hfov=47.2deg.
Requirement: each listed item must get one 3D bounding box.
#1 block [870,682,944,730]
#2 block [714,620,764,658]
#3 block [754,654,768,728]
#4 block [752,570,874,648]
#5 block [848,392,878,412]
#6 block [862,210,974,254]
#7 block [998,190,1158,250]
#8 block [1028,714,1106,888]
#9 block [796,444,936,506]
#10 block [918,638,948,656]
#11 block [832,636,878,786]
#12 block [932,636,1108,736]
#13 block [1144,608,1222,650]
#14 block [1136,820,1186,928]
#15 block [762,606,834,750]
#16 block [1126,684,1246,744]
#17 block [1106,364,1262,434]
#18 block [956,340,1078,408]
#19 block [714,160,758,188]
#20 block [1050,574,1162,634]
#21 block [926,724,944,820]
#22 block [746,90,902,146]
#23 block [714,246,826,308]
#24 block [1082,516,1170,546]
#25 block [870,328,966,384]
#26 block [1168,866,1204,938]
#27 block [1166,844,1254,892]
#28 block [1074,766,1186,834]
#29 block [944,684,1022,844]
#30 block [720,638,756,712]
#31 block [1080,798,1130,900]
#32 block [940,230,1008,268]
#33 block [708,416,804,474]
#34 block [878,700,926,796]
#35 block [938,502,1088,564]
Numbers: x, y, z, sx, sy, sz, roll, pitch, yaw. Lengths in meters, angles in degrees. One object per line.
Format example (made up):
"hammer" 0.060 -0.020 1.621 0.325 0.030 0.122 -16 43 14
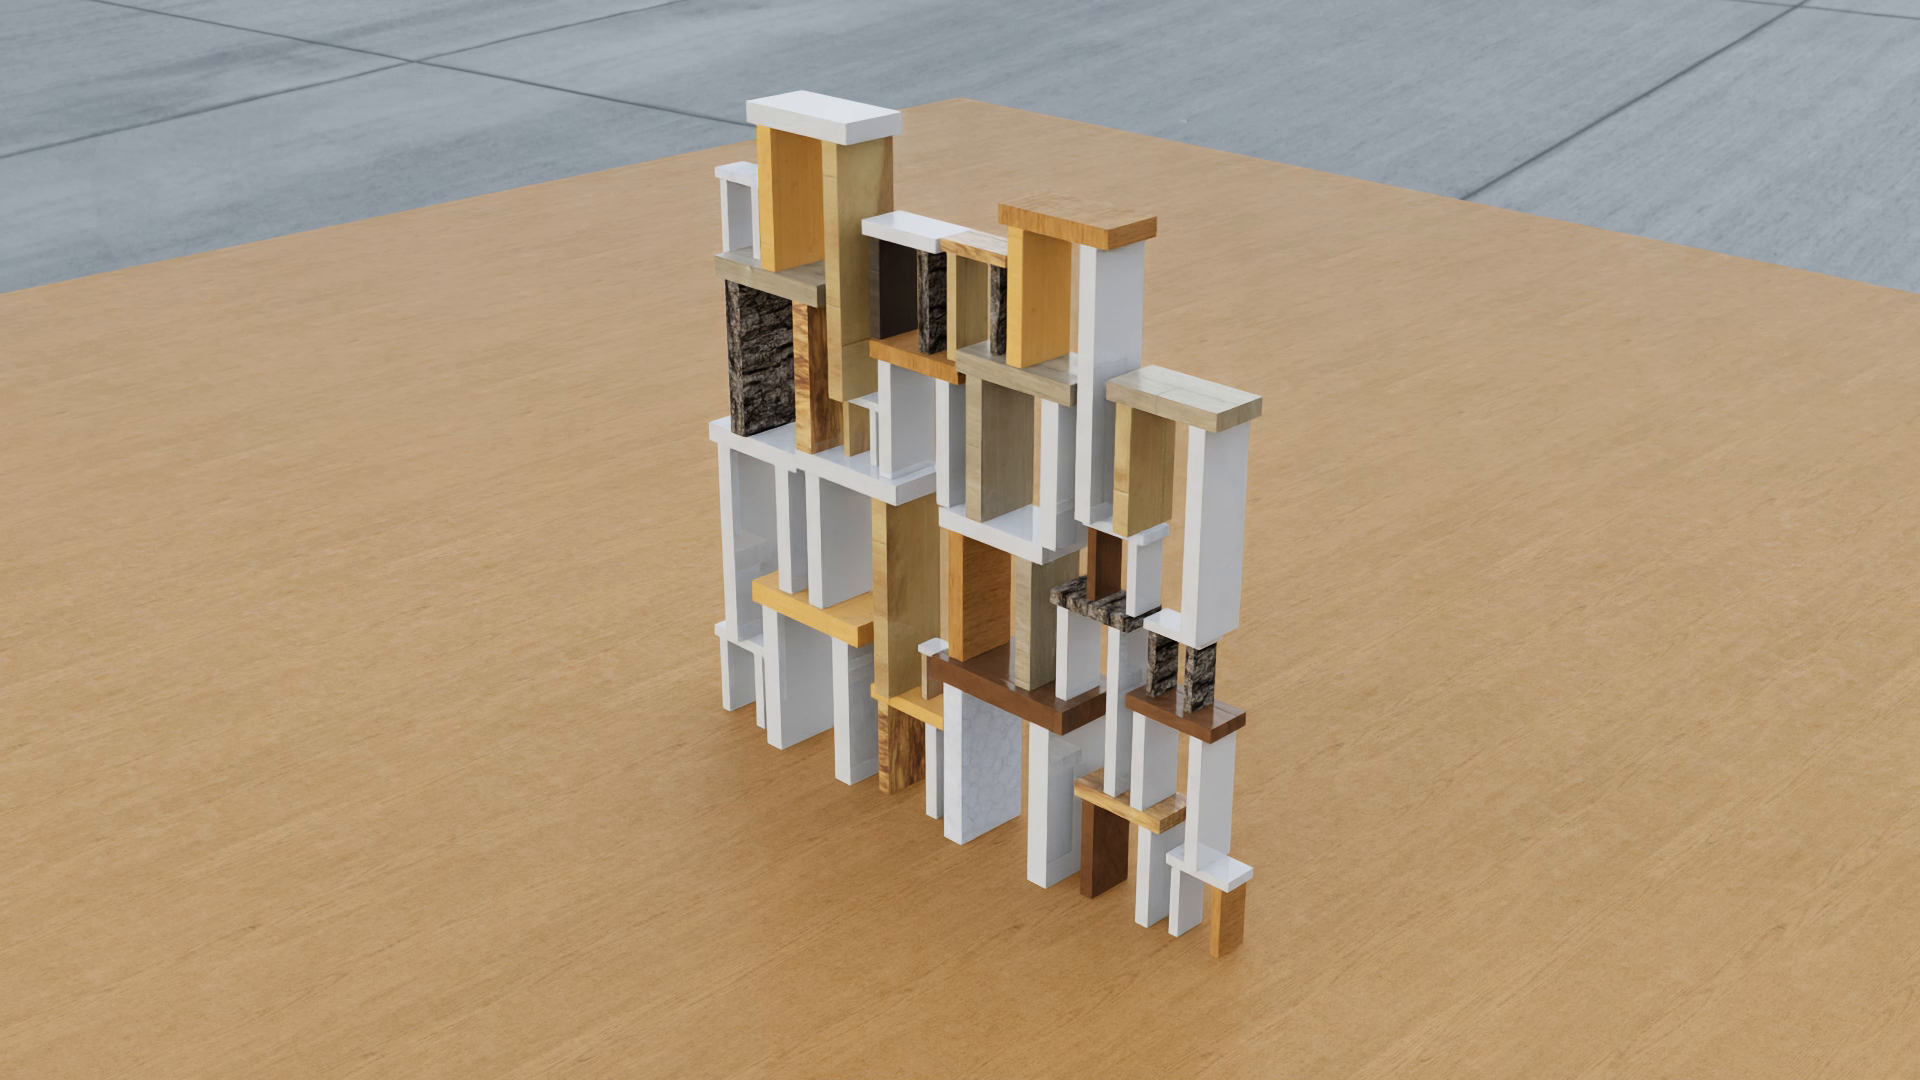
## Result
"block" -0.070 0.320 4.435 0.104 0.030 0.209 -21 31 -41
"block" -0.445 0.208 4.792 0.175 0.025 0.087 21 31 41
"block" -0.404 0.316 4.793 0.025 0.175 0.087 21 31 41
"block" -0.263 0.128 4.563 0.327 0.046 0.163 21 31 41
"block" -0.176 -0.277 4.294 0.058 0.016 0.115 -21 31 -40
"block" -0.079 -0.572 4.076 0.196 0.028 0.098 21 31 41
"block" 0.200 -0.550 3.774 0.252 0.036 0.126 21 31 40
"block" 0.207 0.478 4.198 0.048 0.341 0.171 21 31 41
"block" -0.174 -0.144 4.348 0.145 0.041 0.291 -21 31 -41
"block" -0.030 0.221 4.352 0.101 0.014 0.050 21 31 40
"block" -0.186 0.330 4.565 0.046 0.327 0.163 21 31 41
"block" 0.126 0.267 4.196 0.341 0.048 0.171 21 31 41
"block" 0.392 0.156 3.867 0.064 0.018 0.128 -21 31 -41
"block" 0.372 0.604 4.071 0.029 0.207 0.104 21 31 41
"block" -0.340 0.270 4.707 0.046 0.327 0.163 21 31 41
"block" 0.400 0.301 3.910 0.098 0.028 0.195 -21 31 -41
"block" 0.377 -0.240 3.713 0.120 0.034 0.240 -21 31 -41
"block" 0.141 -0.307 3.943 0.281 0.040 0.140 21 31 41
"block" -0.412 -0.724 4.363 0.072 0.021 0.145 -21 31 -41
"block" 0.264 0.115 3.983 0.093 0.026 0.186 -21 31 -41
"block" -0.021 0.449 4.436 0.030 0.209 0.104 21 31 41
"block" -0.258 -0.800 4.161 0.142 0.040 0.284 -21 31 -40
"block" -0.328 -0.529 4.356 0.309 0.044 0.154 21 31 41
"block" 0.294 -0.027 3.896 0.141 0.020 0.071 21 31 41
"block" -0.046 -0.347 4.128 0.236 0.033 0.118 21 31 41
"block" 0.417 0.651 4.042 0.020 0.144 0.072 21 31 41
"block" 0.451 0.589 3.979 0.072 0.020 0.144 -21 31 -41
"block" 0.324 0.477 4.070 0.207 0.029 0.104 21 31 41
"block" 0.046 0.415 4.346 0.048 0.341 0.171 21 31 41
"block" -0.486 0.284 4.868 0.025 0.175 0.087 21 31 41
"block" 0.275 0.566 4.161 0.029 0.207 0.103 21 31 41
"block" 0.052 -0.524 3.953 0.082 0.023 0.165 -21 31 -40
"block" -0.377 -0.209 4.542 0.275 0.039 0.138 21 31 41
"block" -0.119 0.410 4.526 0.030 0.209 0.104 21 31 41
"block" 0.101 -0.026 4.100 0.265 0.037 0.132 21 31 40
